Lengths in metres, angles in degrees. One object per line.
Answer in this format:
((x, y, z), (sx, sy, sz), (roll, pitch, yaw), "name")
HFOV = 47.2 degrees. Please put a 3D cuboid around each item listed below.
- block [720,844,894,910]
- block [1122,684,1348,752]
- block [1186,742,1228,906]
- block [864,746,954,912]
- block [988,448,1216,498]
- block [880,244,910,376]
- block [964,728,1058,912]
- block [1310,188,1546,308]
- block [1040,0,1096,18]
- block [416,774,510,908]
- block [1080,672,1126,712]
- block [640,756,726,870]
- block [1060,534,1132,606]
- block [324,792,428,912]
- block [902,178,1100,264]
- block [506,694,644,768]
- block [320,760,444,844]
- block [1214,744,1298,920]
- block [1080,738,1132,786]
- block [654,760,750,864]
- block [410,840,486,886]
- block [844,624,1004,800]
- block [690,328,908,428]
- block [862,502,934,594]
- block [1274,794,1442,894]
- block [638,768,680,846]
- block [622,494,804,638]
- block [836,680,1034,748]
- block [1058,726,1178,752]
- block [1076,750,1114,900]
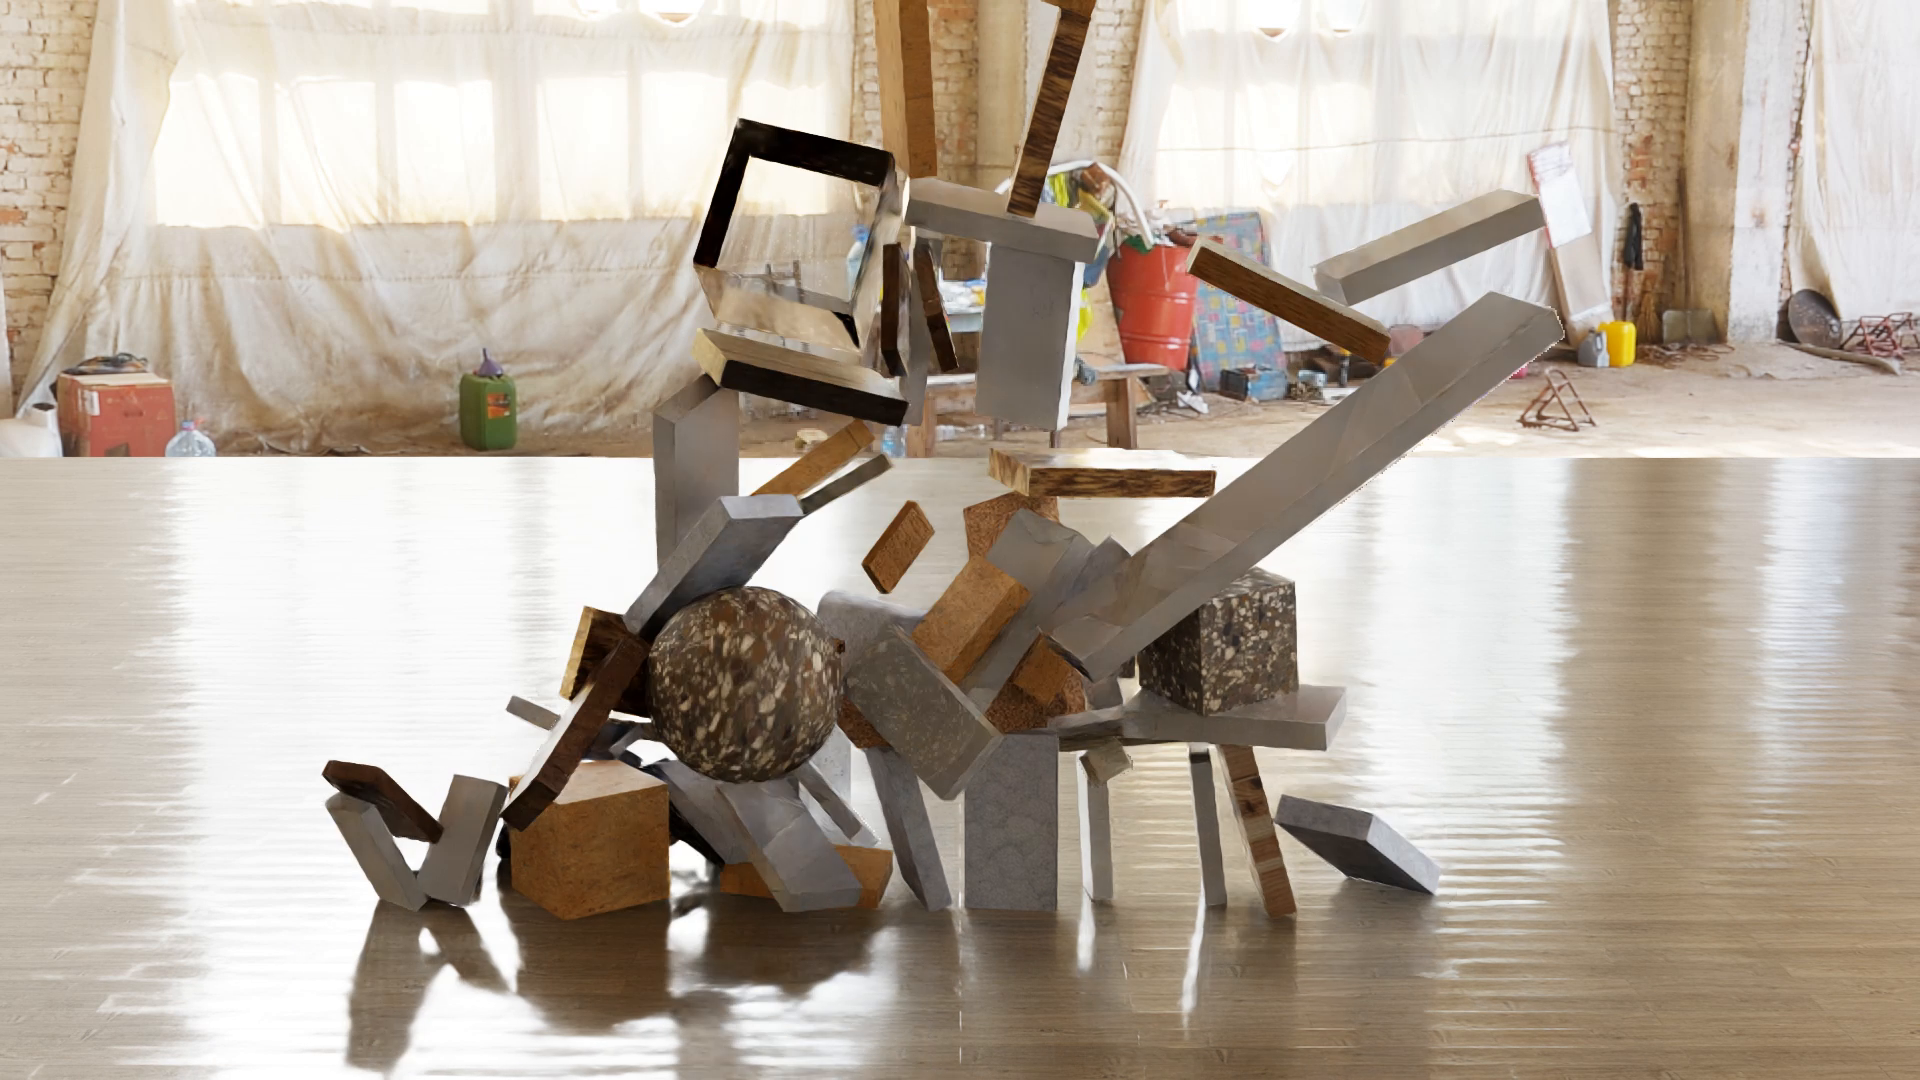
((-0.253, 0.552, 3.666), (0.264, 0.037, 0.132), (5, 22, 9), "block")
((0.437, 0.273, 3.484), (0.323, 0.046, 0.162), (2, 17, 21), "block")
((0.410, 0.469, 3.648), (0.034, 0.243, 0.122), (-7, 10, 4), "block")
((-0.091, 0.446, 3.600), (0.042, 0.297, 0.149), (-20, 21, -14), "block")
((0.236, -0.112, 3.659), (0.338, 0.048, 0.169), (0, 13, -23), "block")
((-0.100, -0.358, 3.418), (0.026, 0.184, 0.092), (-2, -22, 8), "block")
((0.083, 0.454, 3.585), (0.148, 0.297, 0.042), (1, 12, 8), "block")
((0.735, -0.463, 3.471), (0.333, 0.047, 0.167), (-23, 15, -1), "block")
((0.048, -0.902, 3.391), (0.326, 0.046, 0.163), (16, 27, -14), "block")
((-0.826, 0.496, 3.641), (0.104, 0.208, 0.029), (6, -19, 33), "block")
((0.238, 0.244, 3.680), (0.058, 0.016, 0.115), (-22, 52, 10), "block")
((-0.456, 0.481, 3.839), (0.264, 0.037, 0.132), (32, 23, 18), "block")
((0.218, 0.063, 3.513), (0.068, 0.135, 0.019), (41, 9, -16), "block")
((-0.949, 0.507, 3.574), (0.104, 0.208, 0.029), (9, 41, 40), "block")
((0.064, -0.523, 3.582), (0.312, 0.044, 0.156), (11, 23, -7), "block")
((-0.681, 0.344, 3.880), (0.234, 0.033, 0.117), (19, -14, 32), "block")
((-0.939, 0.428, 3.583), (0.104, 0.029, 0.208), (4, -33, 26), "block")
((0.474, 0.437, 3.588), (0.046, 0.323, 0.162), (-17, 13, 1), "block")
((0.224, 0.342, 3.382), (0.014, 0.050, 0.100), (-33, -9, 34), "block")
((-0.398, 0.454, 3.726), (0.132, 0.037, 0.264), (-4, 29, -38), "block")
((-0.884, 0.547, 3.812), (0.117, 0.033, 0.234), (-2, 11, -9), "block")
((-0.063, 0.265, 3.403), (0.262, 0.131, 0.037), (45, 15, 26), "block")
((-0.247, -0.250, 3.385), (0.306, 0.043, 0.153), (12, 18, -28), "block")
((-0.092, 0.012, 3.268), (0.018, 0.065, 0.130), (10, 53, 41), "block")
((0.652, 0.499, 3.589), (0.162, 0.046, 0.323), (8, -18, 35), "block")
((-0.581, 0.477, 3.929), (0.117, 0.033, 0.234), (-27, 40, -30), "block")
((-0.373, 0.040, 3.306), (0.146, 0.292, 0.041), (-4, 55, -48), "block")
((-0.046, 0.278, 3.571), (0.297, 0.042, 0.148), (-4, 17, -19), "block")
((0.283, 0.315, 3.640), (0.243, 0.034, 0.122), (-6, 2, 9), "block")
((0.223, 0.463, 3.645), (0.034, 0.243, 0.121), (-3, 3, -4), "block")
